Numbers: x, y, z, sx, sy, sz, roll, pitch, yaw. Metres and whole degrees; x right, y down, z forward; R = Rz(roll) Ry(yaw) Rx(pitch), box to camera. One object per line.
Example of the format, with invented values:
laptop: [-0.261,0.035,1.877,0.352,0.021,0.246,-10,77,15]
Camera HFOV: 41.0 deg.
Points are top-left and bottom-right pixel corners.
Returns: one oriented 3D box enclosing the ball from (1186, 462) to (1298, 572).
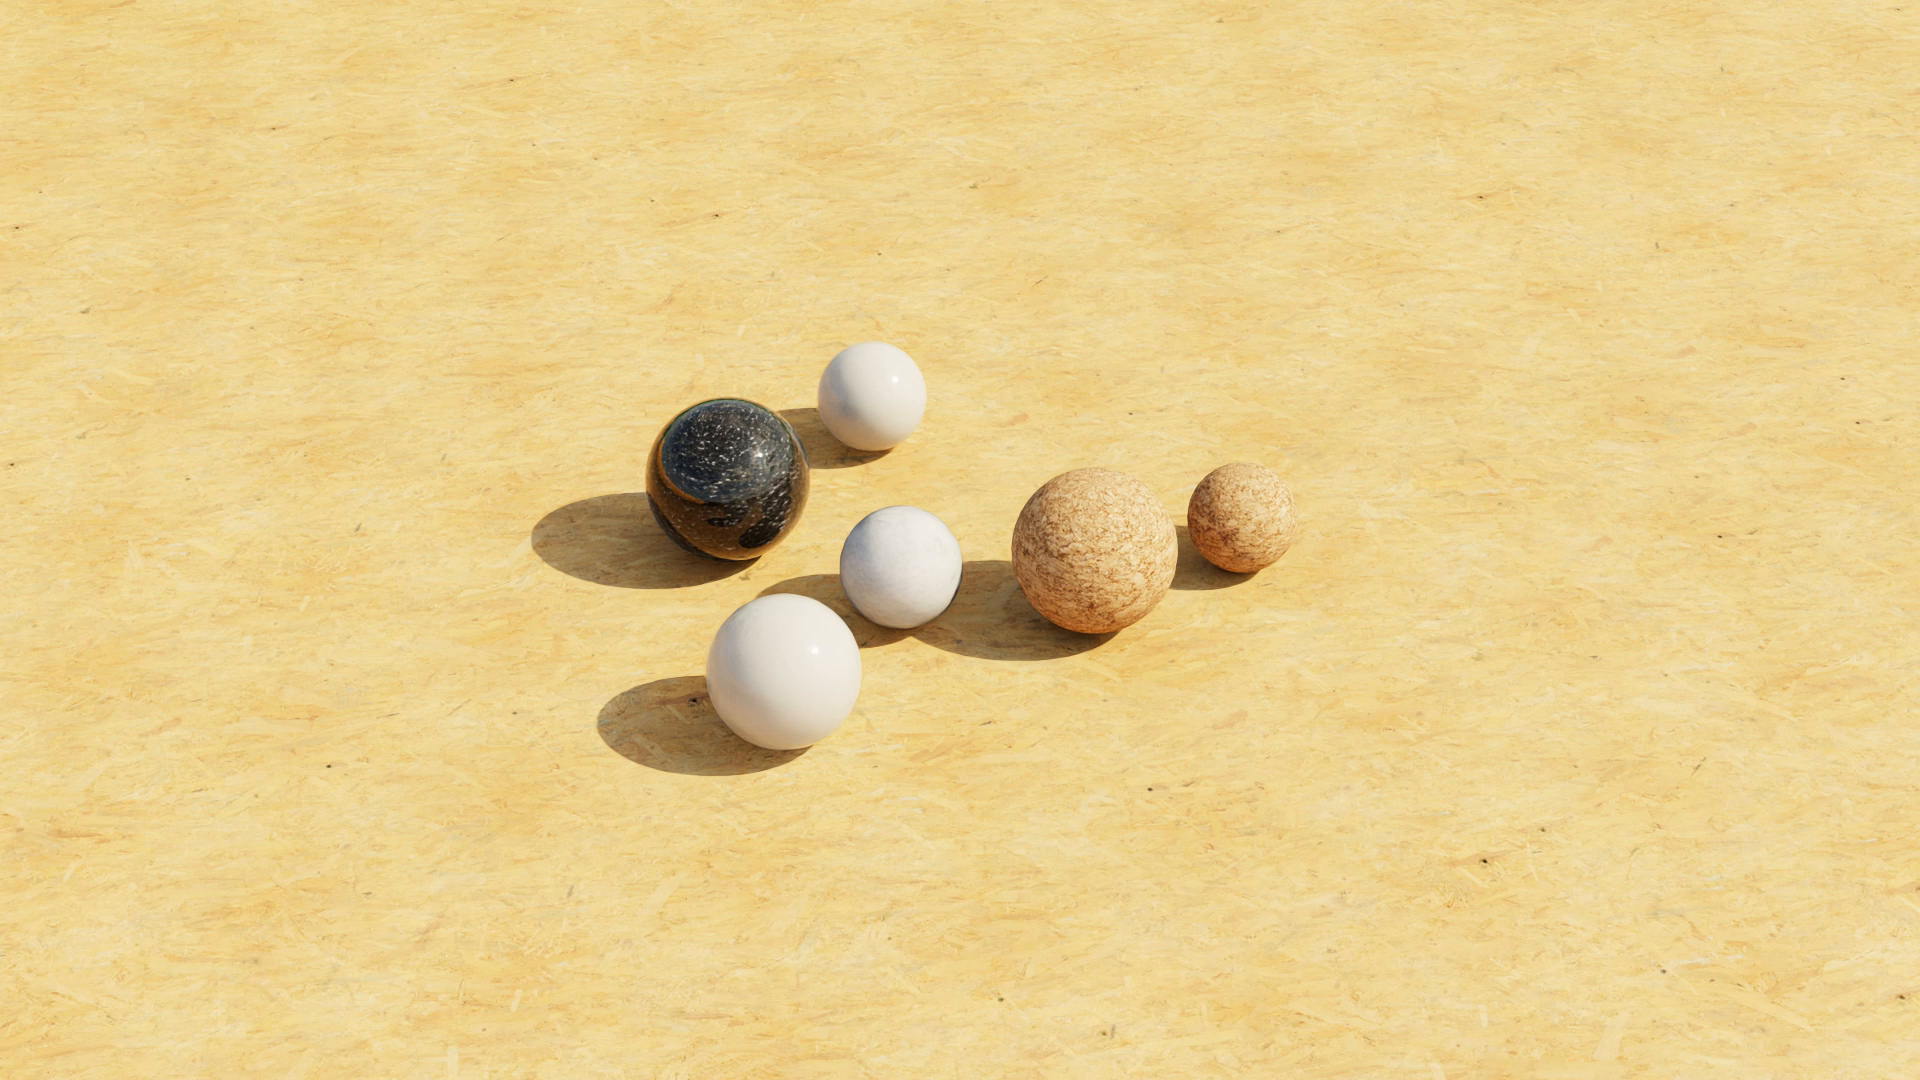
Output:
ball: [0.169,-0.013,1.534,0.066,0.066,0.066,0,37,0]

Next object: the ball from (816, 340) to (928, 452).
ball: [-0.056,-0.092,1.636,0.070,0.070,0.070,0,37,0]

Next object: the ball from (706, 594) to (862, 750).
ball: [-0.096,0.072,1.402,0.086,0.086,0.086,0,37,0]

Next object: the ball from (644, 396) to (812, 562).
ball: [-0.139,-0.036,1.537,0.100,0.100,0.100,0,37,0]

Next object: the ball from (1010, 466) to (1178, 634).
ball: [0.078,0.006,1.482,0.096,0.096,0.096,0,37,0]

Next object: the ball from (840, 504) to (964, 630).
ball: [-0.034,0.016,1.489,0.072,0.072,0.072,0,37,0]
